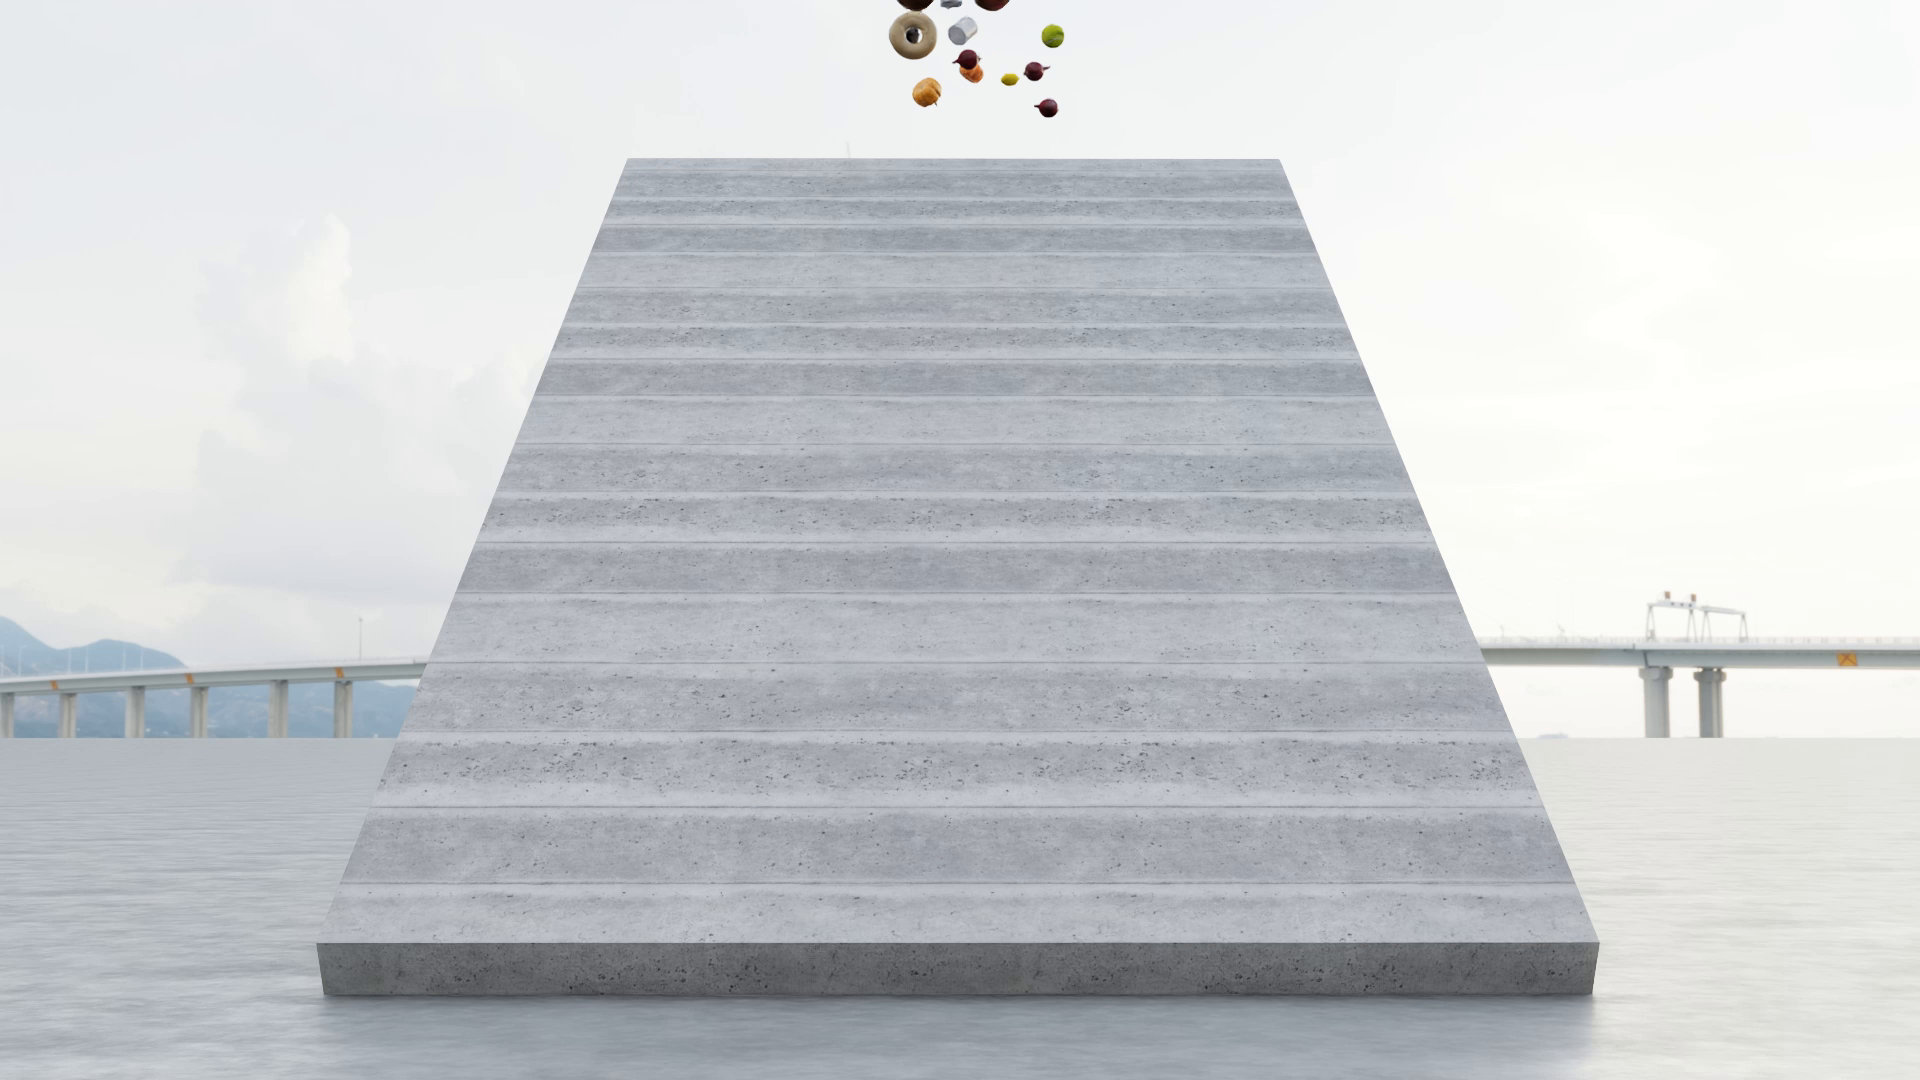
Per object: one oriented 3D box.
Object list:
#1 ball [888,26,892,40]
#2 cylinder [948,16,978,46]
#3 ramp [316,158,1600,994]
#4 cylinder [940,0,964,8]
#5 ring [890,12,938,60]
[{"bbox_3d":[-0.169,-1.519,7.111,0.094,0.094,0.094,0,-5,0],"label":"ball"},{"bbox_3d":[0.008,-1.454,6.762,0.063,0.063,0.063,-4,32,43],"label":"cylinder"},{"bbox_3d":[-0.010,-0.227,5.496,2.000,0.100,4.000,0,27,0],"label":"ramp"},{"bbox_3d":[-0.028,-1.616,6.993,0.068,0.068,0.068,-6,-7,-1],"label":"cylinder"},{"bbox_3d":[-0.137,-1.494,7.008,0.145,0.145,0.048,0,0,-3],"label":"ring"}]
